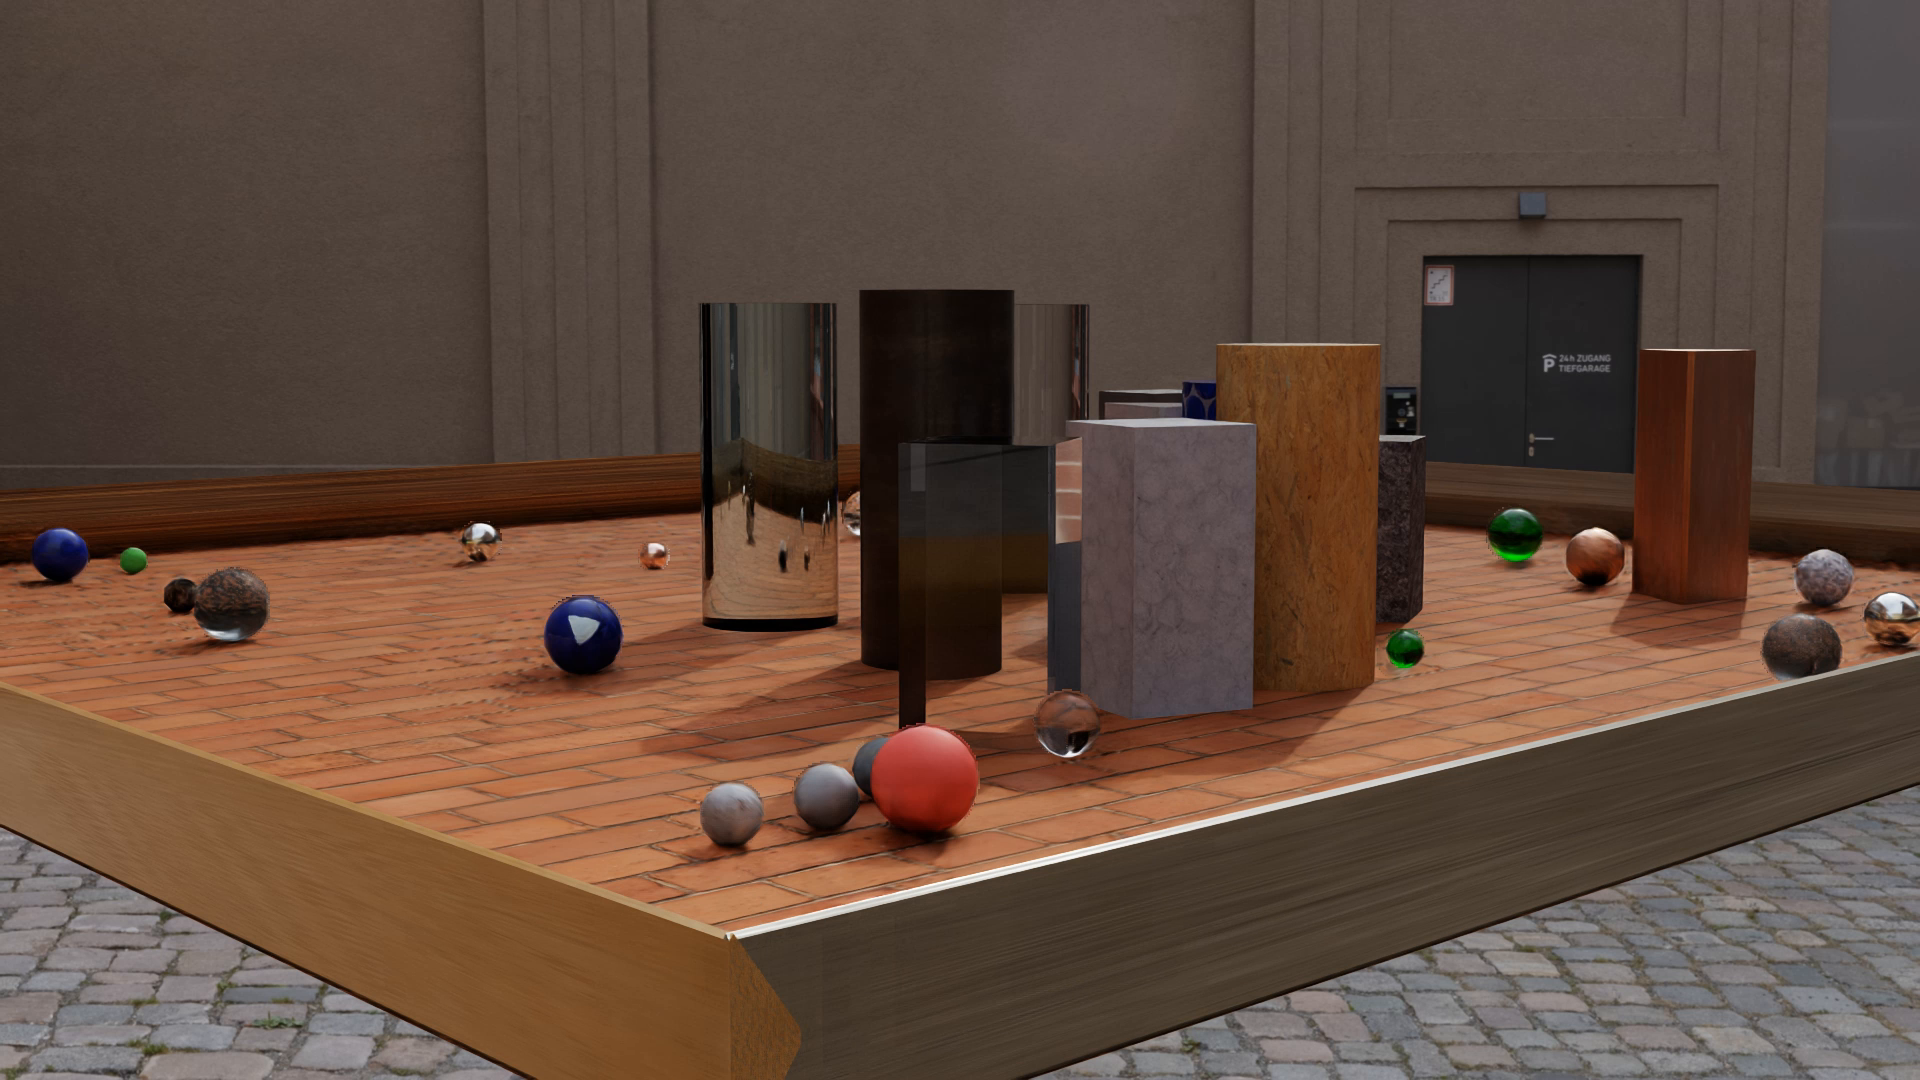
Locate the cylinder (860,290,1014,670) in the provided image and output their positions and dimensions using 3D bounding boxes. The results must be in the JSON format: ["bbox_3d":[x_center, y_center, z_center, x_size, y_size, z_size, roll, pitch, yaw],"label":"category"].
[{"bbox_3d":[-0.029,-0.080,2.777,0.195,0.468,0.195,0,6,0],"label":"cylinder"}]

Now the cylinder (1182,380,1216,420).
[{"bbox_3d":[0.396,-0.040,2.969,0.195,0.348,0.195,0,6,0],"label":"cylinder"}]

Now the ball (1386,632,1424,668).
[{"bbox_3d":[0.555,0.136,2.740,0.046,0.046,0.046,0,6,0],"label":"ball"}]

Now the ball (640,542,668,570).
[{"bbox_3d":[-0.524,0.028,3.771,0.047,0.047,0.047,0,6,0],"label":"ball"}]

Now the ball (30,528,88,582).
[{"bbox_3d":[-1.480,0.024,3.615,0.088,0.088,0.088,0,6,0],"label":"ball"}]

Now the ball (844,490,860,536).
[{"bbox_3d":[-0.183,-0.052,4.316,0.093,0.093,0.093,0,6,0],"label":"ball"}]

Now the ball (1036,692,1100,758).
[{"bbox_3d":[0.107,0.183,2.181,0.064,0.064,0.064,0,6,0],"label":"ball"}]

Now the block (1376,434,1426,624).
[{"bbox_3d":[0.590,-0.020,3.217,0.156,0.259,0.156,2,6,20],"label":"block"}]

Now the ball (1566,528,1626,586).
[{"bbox_3d":[1.026,0.027,3.554,0.093,0.093,0.093,0,6,0],"label":"ball"}]

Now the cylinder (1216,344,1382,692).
[{"bbox_3d":[0.404,-0.033,2.646,0.195,0.403,0.195,0,6,0],"label":"cylinder"}]

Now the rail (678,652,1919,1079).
[{"bbox_3d":[1.036,0.150,2.215,3.183,0.126,0.045,-5,8,-42],"label":"rail"}]

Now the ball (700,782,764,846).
[{"bbox_3d":[-0.190,0.228,1.828,0.053,0.053,0.053,0,6,0],"label":"ball"}]

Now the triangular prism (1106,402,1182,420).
[{"bbox_3d":[0.274,-0.044,3.208,0.146,0.308,0.168,4,7,36],"label":"triangular prism"}]

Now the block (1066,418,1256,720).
[{"bbox_3d":[0.224,0.026,2.482,0.156,0.318,0.156,-3,7,-26],"label":"block"}]

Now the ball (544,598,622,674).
[{"bbox_3d":[-0.460,0.117,2.687,0.095,0.095,0.095,0,6,0],"label":"ball"}]

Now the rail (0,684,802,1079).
[{"bbox_3d":[-1.152,0.144,2.275,0.045,0.126,3.103,-5,8,-42],"label":"rail"}]

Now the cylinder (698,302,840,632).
[{"bbox_3d":[-0.270,-0.108,3.116,0.195,0.453,0.195,0,6,0],"label":"cylinder"}]

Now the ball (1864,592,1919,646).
[{"bbox_3d":[1.237,0.105,2.917,0.072,0.072,0.072,0,6,0],"label":"ball"}]

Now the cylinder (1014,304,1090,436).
[{"bbox_3d":[0.113,-0.157,3.585,0.195,0.452,0.195,0,6,0],"label":"cylinder"}]

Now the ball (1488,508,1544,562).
[{"bbox_3d":[0.985,-0.010,3.899,0.095,0.095,0.095,0,6,0],"label":"ball"}]

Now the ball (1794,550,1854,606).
[{"bbox_3d":[1.303,0.057,3.316,0.084,0.084,0.084,0,6,0],"label":"ball"}]

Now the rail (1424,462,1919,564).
[{"bbox_3d":[1.152,-0.078,4.389,0.045,0.126,3.103,-5,8,-42],"label":"rail"}]

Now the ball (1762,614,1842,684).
[{"bbox_3d":[0.993,0.131,2.592,0.088,0.088,0.088,0,6,0],"label":"ball"}]

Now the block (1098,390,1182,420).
[{"bbox_3d":[0.354,-0.112,3.890,0.156,0.301,0.156,-4,7,-33],"label":"block"}]

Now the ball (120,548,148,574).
[{"bbox_3d":[-1.399,0.034,3.720,0.044,0.044,0.044,0,6,0],"label":"ball"}]

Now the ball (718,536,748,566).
[{"bbox_3d":[-0.394,0.019,3.831,0.052,0.052,0.052,0,6,0],"label":"ball"}]

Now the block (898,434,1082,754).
[{"bbox_3d":[0.033,0.051,2.290,0.156,0.310,0.156,2,6,16],"label":"block"}]

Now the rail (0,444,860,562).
[{"bbox_3d":[-1.036,-0.084,4.449,3.183,0.126,0.045,-5,8,-42],"label":"rail"}]

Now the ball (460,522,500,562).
[{"bbox_3d":[-0.849,0.004,3.897,0.069,0.069,0.069,0,6,0],"label":"ball"}]

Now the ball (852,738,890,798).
[{"bbox_3d":[-0.069,0.208,2.004,0.057,0.057,0.057,0,6,0],"label":"ball"}]

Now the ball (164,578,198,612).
[{"bbox_3d":[-1.147,0.081,3.241,0.051,0.051,0.051,0,6,0],"label":"ball"}]

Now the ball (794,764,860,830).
[{"bbox_3d":[-0.114,0.221,1.889,0.056,0.056,0.056,0,6,0],"label":"ball"}]

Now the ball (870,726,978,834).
[{"bbox_3d":[-0.031,0.205,1.872,0.092,0.092,0.092,0,6,0],"label":"ball"}]

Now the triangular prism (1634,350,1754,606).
[{"bbox_3d":[1.113,-0.103,3.412,0.168,0.382,0.146,-5,8,-38],"label":"triangular prism"}]

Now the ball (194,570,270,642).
[{"bbox_3d":[-0.979,0.088,2.956,0.097,0.097,0.097,0,6,0],"label":"ball"}]
